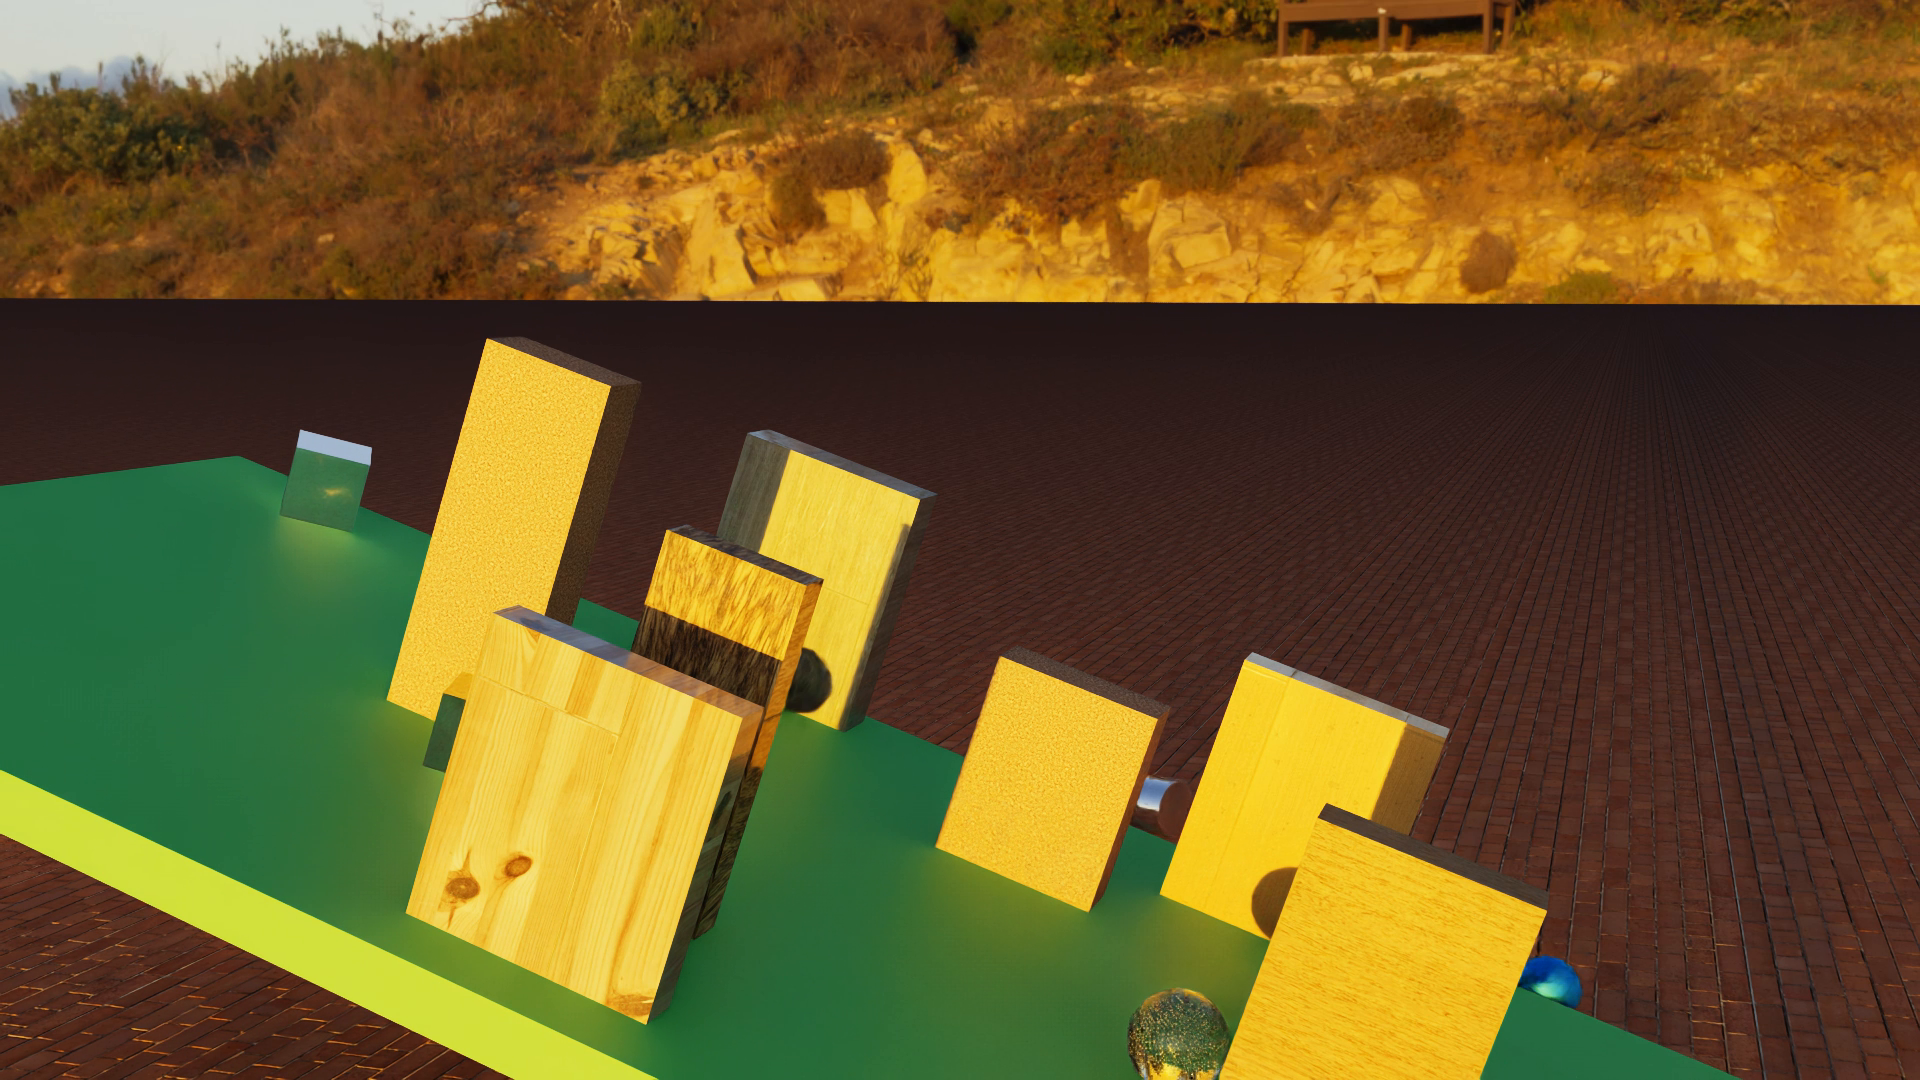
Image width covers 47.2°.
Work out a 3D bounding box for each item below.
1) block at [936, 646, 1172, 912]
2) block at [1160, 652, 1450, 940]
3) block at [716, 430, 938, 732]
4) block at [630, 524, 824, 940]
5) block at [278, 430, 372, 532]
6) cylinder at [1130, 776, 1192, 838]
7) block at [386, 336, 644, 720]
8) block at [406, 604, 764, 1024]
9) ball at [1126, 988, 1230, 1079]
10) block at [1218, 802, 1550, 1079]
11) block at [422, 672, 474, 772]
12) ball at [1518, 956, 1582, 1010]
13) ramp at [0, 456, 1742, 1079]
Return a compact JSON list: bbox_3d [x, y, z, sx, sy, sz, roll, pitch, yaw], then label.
[{"bbox_3d":[0.189,0.483,4.485,0.344,0.426,0.134,21,12,14],"label":"block"},{"bbox_3d":[0.717,0.571,4.601,0.435,0.541,0.097,21,12,14],"label":"block"},{"bbox_3d":[-0.356,0.091,5.089,0.438,0.572,0.132,21,12,14],"label":"block"},{"bbox_3d":[-0.454,0.324,3.712,0.260,0.646,0.082,21,12,14],"label":"block"},{"bbox_3d":[-1.540,-0.143,5.344,0.174,0.174,0.174,14,13,-17],"label":"block"},{"bbox_3d":[0.641,0.881,7.296,0.186,0.186,0.186,6,9,43],"label":"cylinder"},{"bbox_3d":[-0.868,0.006,4.279,0.271,0.749,0.141,21,12,14],"label":"block"},{"bbox_3d":[-0.585,0.421,3.402,0.435,0.514,0.085,21,12,14],"label":"block"},{"bbox_3d":[0.369,0.848,3.724,0.175,0.175,0.175,0,7,0],"label":"ball"},{"bbox_3d":[0.688,0.769,3.642,0.386,0.550,0.110,21,12,14],"label":"block"},{"bbox_3d":[-0.899,0.355,4.121,0.147,0.147,0.147,18,12,-3],"label":"block"},{"bbox_3d":[1.307,0.998,4.892,0.144,0.144,0.144,0,7,0],"label":"ball"},{"bbox_3d":[-0.348,0.648,4.220,4.000,0.100,2.000,21,12,14],"label":"ramp"}]
